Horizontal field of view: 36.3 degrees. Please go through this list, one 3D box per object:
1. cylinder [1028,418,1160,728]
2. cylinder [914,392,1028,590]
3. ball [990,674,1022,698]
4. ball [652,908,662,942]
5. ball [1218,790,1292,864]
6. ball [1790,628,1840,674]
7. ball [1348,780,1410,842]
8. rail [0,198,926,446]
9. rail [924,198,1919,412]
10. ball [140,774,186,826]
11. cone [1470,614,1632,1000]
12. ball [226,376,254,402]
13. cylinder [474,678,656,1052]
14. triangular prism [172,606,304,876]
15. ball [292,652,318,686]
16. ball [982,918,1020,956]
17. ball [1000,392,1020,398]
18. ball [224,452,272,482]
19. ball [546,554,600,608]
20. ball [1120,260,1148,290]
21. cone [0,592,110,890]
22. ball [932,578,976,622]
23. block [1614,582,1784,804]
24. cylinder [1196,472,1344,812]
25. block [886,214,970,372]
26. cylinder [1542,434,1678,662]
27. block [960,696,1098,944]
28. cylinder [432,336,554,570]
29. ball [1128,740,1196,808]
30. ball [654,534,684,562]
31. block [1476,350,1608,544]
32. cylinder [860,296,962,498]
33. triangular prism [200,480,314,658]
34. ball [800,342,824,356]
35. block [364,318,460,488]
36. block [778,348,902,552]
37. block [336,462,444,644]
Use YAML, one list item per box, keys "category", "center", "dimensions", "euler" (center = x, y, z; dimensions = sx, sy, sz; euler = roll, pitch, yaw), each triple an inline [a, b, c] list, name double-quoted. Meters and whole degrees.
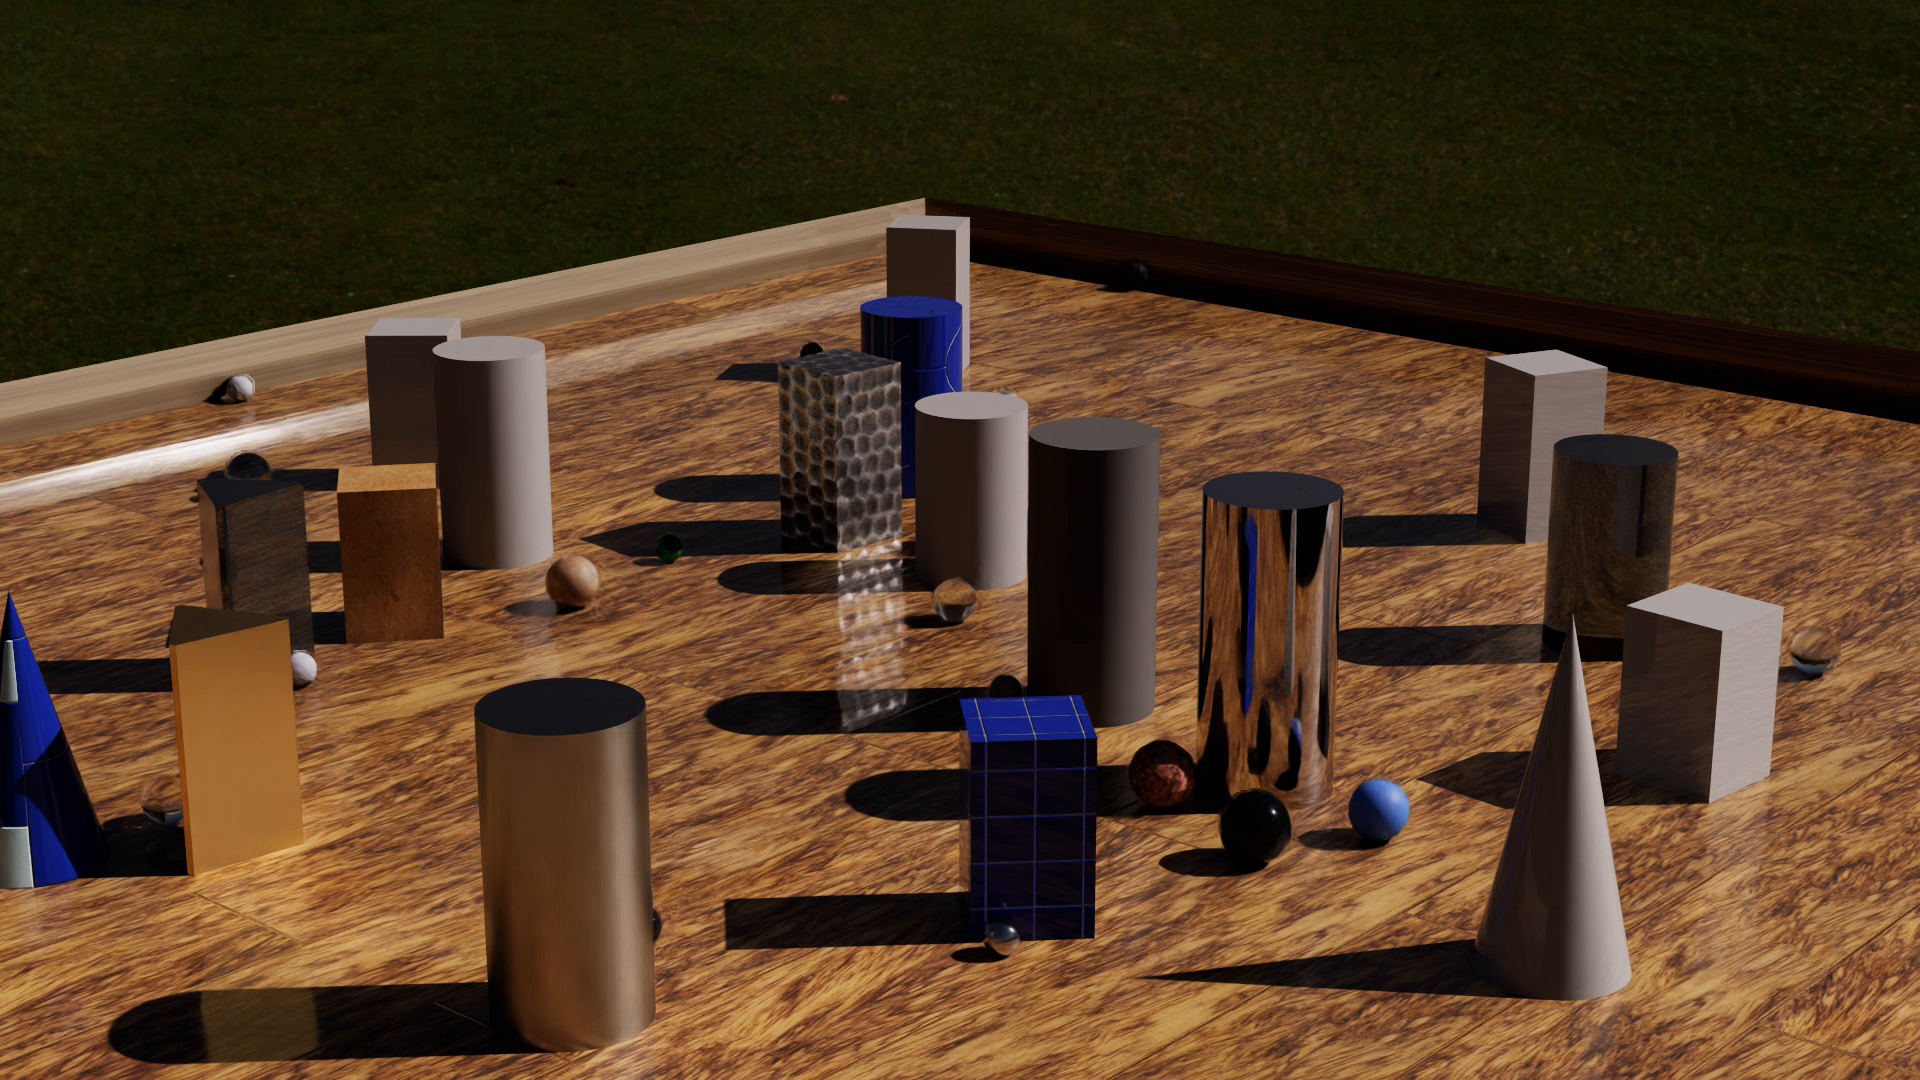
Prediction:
- category: "cylinder"
  center: [0.205, 0.049, 4.531]
  dimensions: [0.200, 0.441, 0.200]
  euler: [0, 17, 0]
- category: "cylinder"
  center: [0.020, -0.089, 5.211]
  dimensions: [0.200, 0.311, 0.200]
  euler: [0, 17, 0]
- category: "ball"
  center: [0.071, 0.236, 4.583]
  dimensions: [0.051, 0.051, 0.051]
  euler: [0, 17, 0]
- category: "ball"
  center: [-0.408, 0.490, 3.726]
  dimensions: [0.059, 0.059, 0.059]
  euler: [0, 17, 0]
- category: "ball"
  center: [0.401, 0.391, 3.986]
  dimensions: [0.099, 0.099, 0.099]
  euler: [0, 17, 0]
- category: "ball"
  center: [1.379, 0.179, 4.730]
  dimensions: [0.076, 0.076, 0.076]
  euler: [0, 17, 0]
- category: "ball"
  center: [0.580, 0.375, 4.065]
  dimensions: [0.084, 0.084, 0.084]
  euler: [0, 17, 0]
- category: "rail"
  center: [-1.623, -0.374, 6.469]
  dimensions: [0.045, 0.130, 4.706]
  euler: [14, 22, 39]
- category: "rail"
  center: [1.527, -0.475, 6.804]
  dimensions: [4.346, 0.130, 0.045]
  euler: [14, 22, 39]
- category: "ball"
  center: [-1.113, 0.364, 4.120]
  dimensions: [0.073, 0.073, 0.073]
  euler: [0, 17, 0]
- category: "cone"
  center: [0.741, 0.311, 3.614]
  dimensions: [0.200, 0.466, 0.200]
  euler: [0, 17, 0]
- category: "ball"
  center: [-1.588, -0.334, 6.467]
  dimensions: [0.058, 0.058, 0.058]
  euler: [0, 17, 0]
- category: "cylinder"
  center: [-0.468, 0.384, 3.491]
  dimensions: [0.200, 0.397, 0.200]
  euler: [0, 17, 0]
- category: "triangular prism"
  center: [-1.023, 0.263, 4.016]
  dimensions: [0.173, 0.328, 0.150]
  euler: [-14, 22, -40]
- category: "ball"
  center: [-1.052, 0.207, 4.676]
  dimensions: [0.055, 0.055, 0.055]
  euler: [0, 17, 0]
- category: "ball"
  center: [0.053, 0.502, 3.706]
  dimensions: [0.049, 0.049, 0.049]
  euler: [0, 17, 0]
- category: "ball"
  center: [0.101, -0.286, 6.290]
  dimensions: [0.067, 0.067, 0.067]
  euler: [0, 17, 0]
- category: "ball"
  center: [-1.388, -0.126, 5.719]
  dimensions: [0.089, 0.089, 0.089]
  euler: [0, 17, 0]
- category: "ball"
  center: [-0.668, 0.071, 5.059]
  dimensions: [0.093, 0.093, 0.093]
  euler: [0, 17, 0]
- category: "ball"
  center: [0.454, -0.689, 7.616]
  dimensions: [0.074, 0.074, 0.074]
  euler: [0, 17, 0]
- category: "cone"
  center: [-1.264, 0.252, 3.950]
  dimensions: [0.200, 0.386, 0.200]
  euler: [0, 17, 0]
- category: "ball"
  center: [-0.009, 0.102, 4.986]
  dimensions: [0.075, 0.075, 0.075]
  euler: [0, 17, 0]
- category: "block"
  center: [1.076, 0.220, 4.272]
  dimensions: [0.160, 0.261, 0.160]
  euler: [-15, 23, -41]
- category: "cylinder"
  center: [0.442, 0.144, 4.201]
  dimensions: [0.200, 0.448, 0.200]
  euler: [0, 17, 0]
- category: "block"
  center: [-0.072, -0.556, 6.705]
  dimensions: [0.160, 0.345, 0.160]
  euler: [3, 17, 11]
- category: "cylinder"
  center: [1.073, 0.011, 4.845]
  dimensions: [0.200, 0.332, 0.200]
  euler: [0, 17, 0]
- category: "block"
  center: [0.086, 0.359, 3.789]
  dimensions: [0.160, 0.274, 0.160]
  euler: [-1, 17, -5]
- category: "cylinder"
  center: [-0.846, -0.160, 5.319]
  dimensions: [0.200, 0.385, 0.200]
  euler: [0, 17, 0]
- category: "ball"
  center: [0.288, 0.333, 4.183]
  dimensions: [0.096, 0.096, 0.096]
  euler: [0, 17, 0]
- category: "ball"
  center: [-0.528, 0.014, 5.319]
  dimensions: [0.053, 0.053, 0.053]
  euler: [0, 17, 0]
- category: "block"
  center: [1.088, -0.176, 5.487]
  dimensions: [0.160, 0.320, 0.160]
  euler: [-7, 18, -23]
- category: "cylinder"
  center: [-0.095, -0.282, 5.768]
  dimensions: [0.200, 0.361, 0.200]
  euler: [0, 17, 0]
- category: "triangular prism"
  center: [-1.166, 0.060, 4.727]
  dimensions: [0.150, 0.305, 0.173]
  euler: [12, 21, 35]
- category: "ball"
  center: [-0.343, -0.431, 6.797]
  dimensions: [0.053, 0.053, 0.053]
  euler: [0, 17, 0]
- category: "block"
  center: [-1.078, -0.272, 5.824]
  dimensions: [0.160, 0.310, 0.160]
  euler: [0, 17, 0]
- category: "block"
  center: [-0.222, -0.168, 5.439]
  dimensions: [0.160, 0.333, 0.160]
  euler: [-15, 23, -41]
- category: "block"
  center: [-0.957, 0.021, 4.933]
  dimensions: [0.160, 0.262, 0.160]
  euler: [-3, 17, -10]
